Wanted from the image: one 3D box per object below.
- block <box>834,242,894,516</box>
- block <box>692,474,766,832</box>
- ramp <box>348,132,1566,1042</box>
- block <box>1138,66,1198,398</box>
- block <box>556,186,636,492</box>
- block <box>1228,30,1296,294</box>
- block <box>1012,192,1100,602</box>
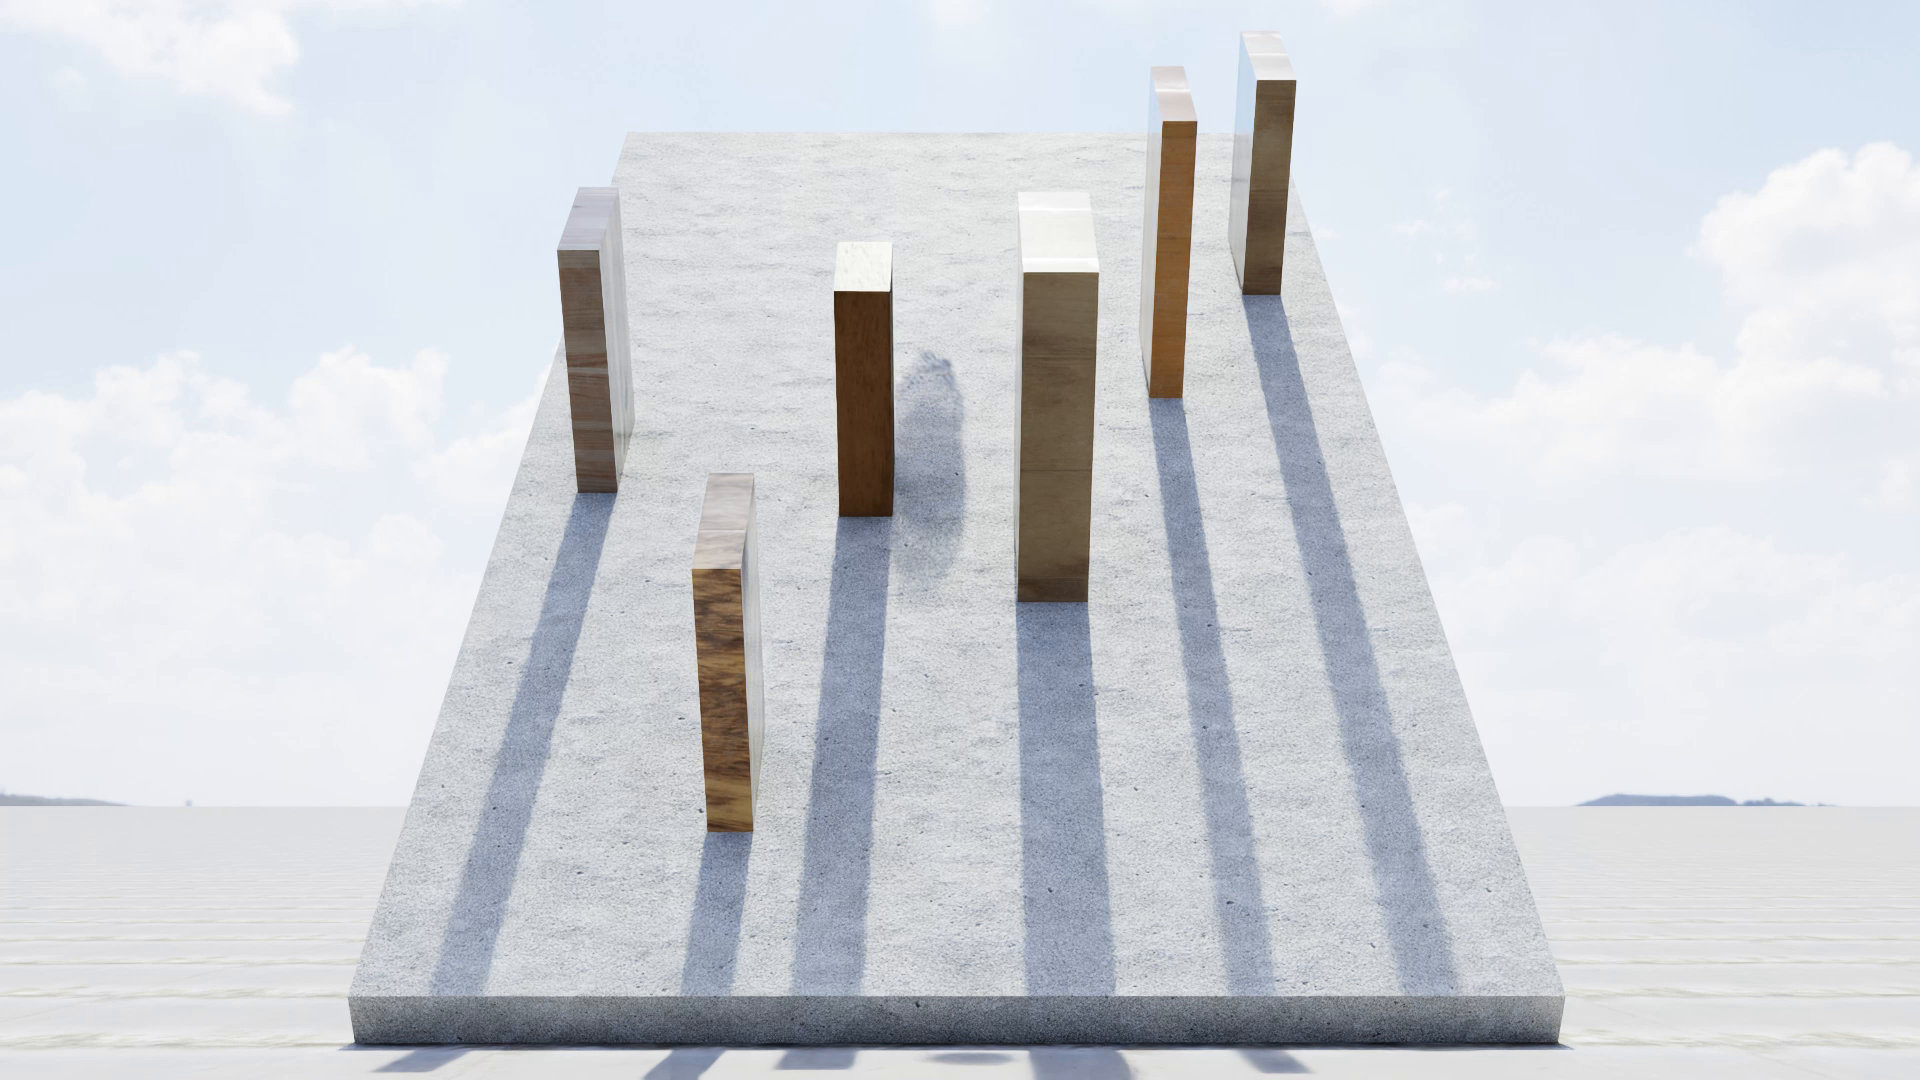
[{"bbox_3d":[-0.208,-0.353,5.325,0.118,0.545,0.261,0,30,0],"label":"block"},{"bbox_3d":[-0.413,0.202,4.357,0.083,0.551,0.338,0,30,0],"label":"block"},{"bbox_3d":[-0.013,-0.209,5.722,2.000,0.100,4.000,0,30,0],"label":"ramp"},{"bbox_3d":[0.500,-0.744,5.847,0.081,0.705,0.378,0,30,0],"label":"block"},{"bbox_3d":[-0.815,-0.452,5.446,0.090,0.591,0.359,0,30,0],"label":"block"},{"bbox_3d":[0.797,-1.002,6.407,0.101,0.592,0.392,0,30,0],"label":"block"},{"bbox_3d":[0.194,-0.296,5.028,0.147,0.747,0.410,0,30,0],"label":"block"}]
